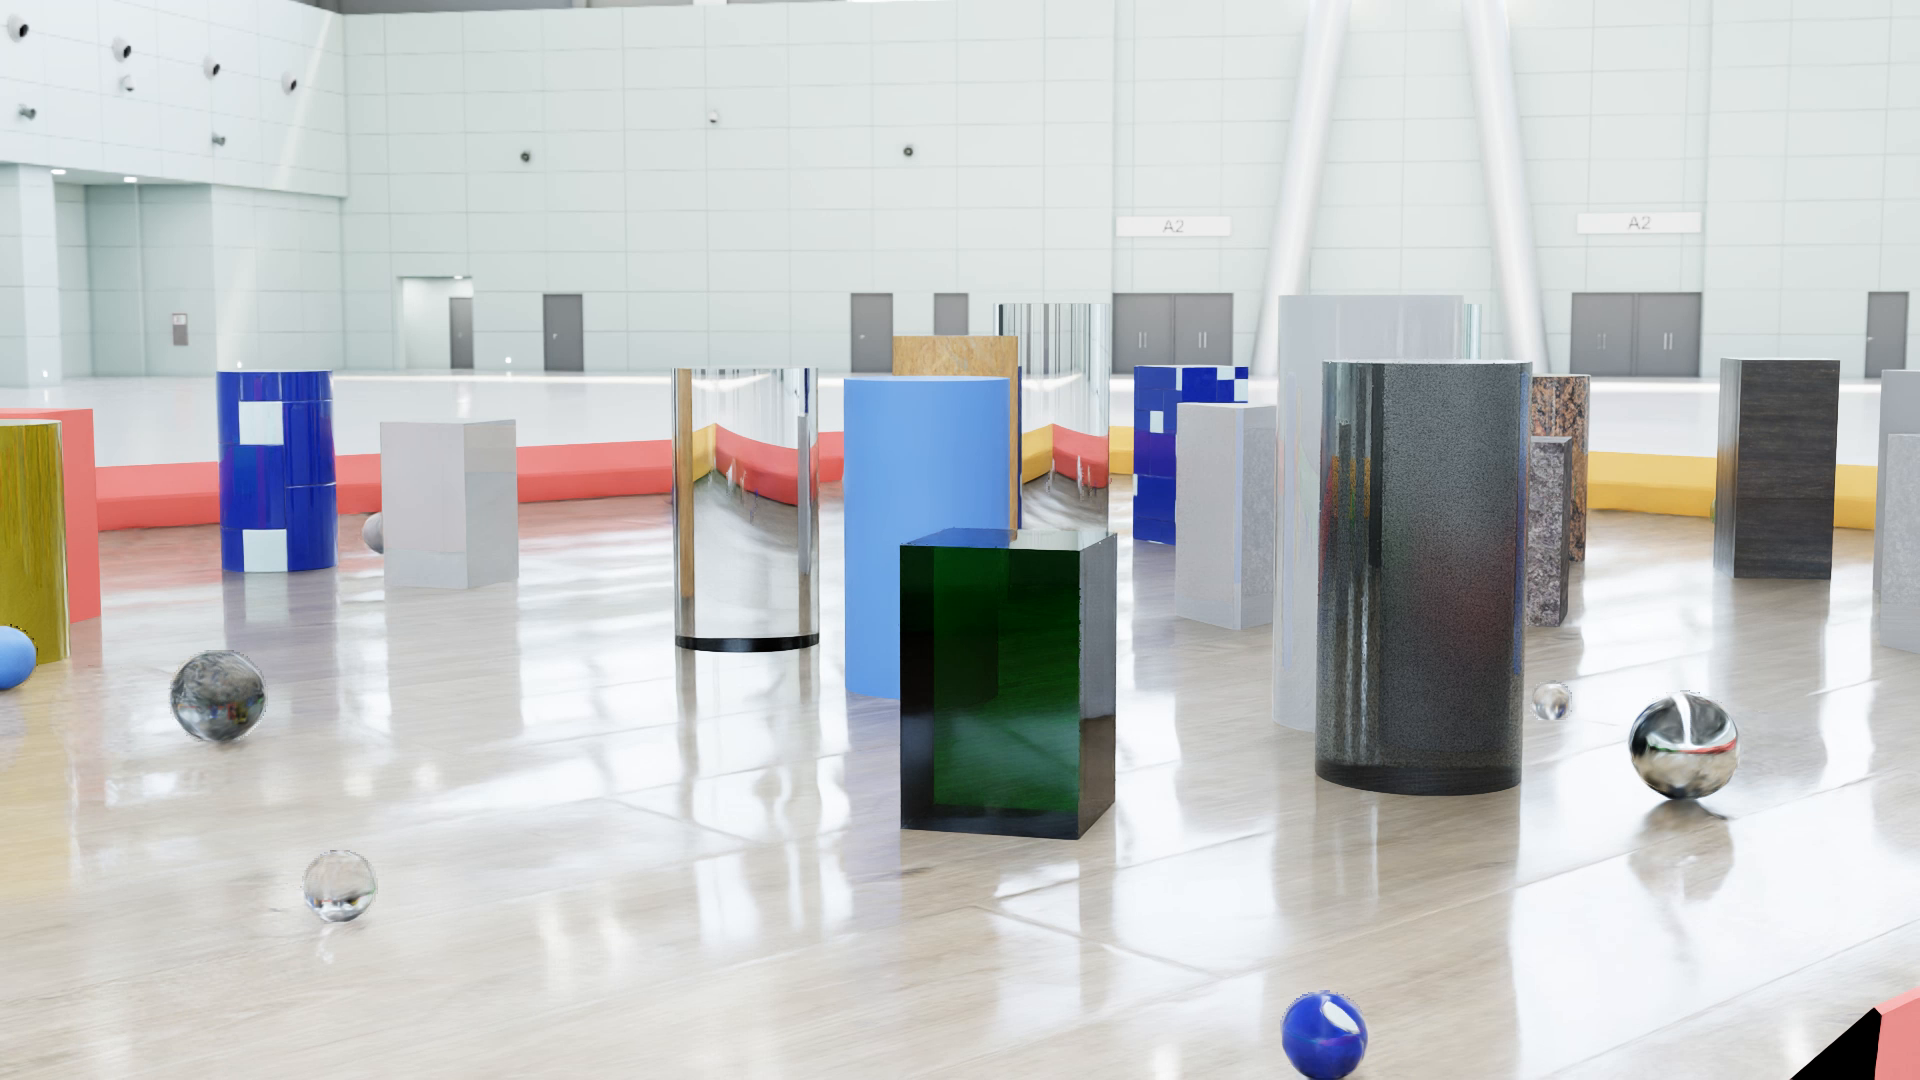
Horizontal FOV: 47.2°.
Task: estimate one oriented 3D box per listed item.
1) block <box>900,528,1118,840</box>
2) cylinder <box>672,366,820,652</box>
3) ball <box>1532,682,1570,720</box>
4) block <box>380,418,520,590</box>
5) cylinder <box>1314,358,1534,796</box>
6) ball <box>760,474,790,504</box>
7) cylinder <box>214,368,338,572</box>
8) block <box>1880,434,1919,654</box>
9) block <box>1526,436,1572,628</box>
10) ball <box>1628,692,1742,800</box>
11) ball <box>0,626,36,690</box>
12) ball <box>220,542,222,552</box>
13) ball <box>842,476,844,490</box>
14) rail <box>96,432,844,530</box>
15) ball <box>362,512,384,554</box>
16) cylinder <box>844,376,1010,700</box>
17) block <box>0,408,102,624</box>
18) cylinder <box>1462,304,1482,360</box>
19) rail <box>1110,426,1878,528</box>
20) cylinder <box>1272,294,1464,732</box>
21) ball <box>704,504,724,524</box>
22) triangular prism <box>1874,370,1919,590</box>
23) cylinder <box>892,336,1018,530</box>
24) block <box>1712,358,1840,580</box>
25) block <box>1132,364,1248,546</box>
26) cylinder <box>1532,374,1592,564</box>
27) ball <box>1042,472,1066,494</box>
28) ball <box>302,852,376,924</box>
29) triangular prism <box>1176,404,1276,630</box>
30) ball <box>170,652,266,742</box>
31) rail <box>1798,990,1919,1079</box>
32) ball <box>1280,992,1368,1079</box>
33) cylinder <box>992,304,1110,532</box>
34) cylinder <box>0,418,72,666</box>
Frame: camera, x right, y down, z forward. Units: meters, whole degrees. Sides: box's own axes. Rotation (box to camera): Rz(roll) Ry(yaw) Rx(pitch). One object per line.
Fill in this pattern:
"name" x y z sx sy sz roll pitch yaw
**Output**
"block" 0.045 0.121 1.934 0.156 0.246 0.156 2 6 16
"cylinder" -0.286 -0.046 2.941 0.196 0.368 0.196 0 6 0
"ball" 0.642 0.176 2.389 0.041 0.041 0.041 0 6 0
"block" -0.834 -0.064 3.602 0.156 0.265 0.156 2 6 20
"cylinder" 0.440 0.028 2.097 0.196 0.396 0.196 0 6 0
"ball" -0.426 -0.117 5.051 0.070 0.070 0.070 0 6 0
"cylinder" -1.186 -0.124 3.820 0.196 0.340 0.196 0 6 0
"block" 1.320 0.006 2.862 0.156 0.281 0.156 -1 6 -12
"block" 0.795 -0.017 3.179 0.156 0.260 0.156 2 6 20
"ball" 0.659 0.188 2.002 0.098 0.098 0.098 0 6 0
"ball" -1.127 0.139 2.587 0.074 0.074 0.074 0 6 0
"ball" -1.288 0.007 3.904 0.052 0.052 0.052 0 6 0
"ball" -0.232 -0.134 5.122 0.088 0.088 0.088 0 6 0
"rail" -1.342 -0.118 4.779 4.290 0.127 0.045 -5 8 -42
"ball" -1.056 -0.013 4.026 0.076 0.076 0.076 0 6 0
"cylinder" -0.039 -0.008 2.596 0.196 0.364 0.196 0 6 0
"block" -1.342 -0.033 3.130 0.156 0.302 0.156 1 6 7
"cylinder" 0.955 -0.250 4.470 0.196 0.456 0.196 0 6 0
"rail" 1.559 -0.117 4.763 0.045 0.127 4.006 -5 8 -42
"cylinder" 0.438 -0.033 2.372 0.196 0.460 0.196 0 6 0
"ball" -0.515 -0.056 4.605 0.041 0.041 0.041 0 6 0
"triangular prism" 1.505 -0.089 3.440 0.169 0.350 0.147 -5 8 -38
"cylinder" -0.008 -0.116 3.434 0.196 0.404 0.196 0 6 0
"block" 1.374 -0.124 3.708 0.156 0.363 0.156 1 6 7
"block" 0.444 -0.167 4.243 0.156 0.337 0.156 -3 7 -30
"cylinder" 1.026 -0.131 3.945 0.196 0.329 0.196 0 6 0
"ball" 0.227 -0.137 5.316 0.055 0.055 0.055 0 6 0
"ball" -0.452 0.253 1.602 0.051 0.051 0.051 0 6 0
"triangular prism" 0.377 -0.040 3.163 0.147 0.310 0.169 4 7 36
"ball" -0.766 0.162 2.272 0.094 0.094 0.094 0 6 0
"rail" 1.342 0.184 1.885 4.290 0.127 0.045 -5 8 -42
"ball" 0.211 0.288 1.275 0.050 0.050 0.050 0 6 0
"cylinder" 0.152 -0.167 3.679 0.196 0.455 0.196 0 6 0
"cylinder" -1.243 0.002 2.801 0.196 0.302 0.196 0 6 0
